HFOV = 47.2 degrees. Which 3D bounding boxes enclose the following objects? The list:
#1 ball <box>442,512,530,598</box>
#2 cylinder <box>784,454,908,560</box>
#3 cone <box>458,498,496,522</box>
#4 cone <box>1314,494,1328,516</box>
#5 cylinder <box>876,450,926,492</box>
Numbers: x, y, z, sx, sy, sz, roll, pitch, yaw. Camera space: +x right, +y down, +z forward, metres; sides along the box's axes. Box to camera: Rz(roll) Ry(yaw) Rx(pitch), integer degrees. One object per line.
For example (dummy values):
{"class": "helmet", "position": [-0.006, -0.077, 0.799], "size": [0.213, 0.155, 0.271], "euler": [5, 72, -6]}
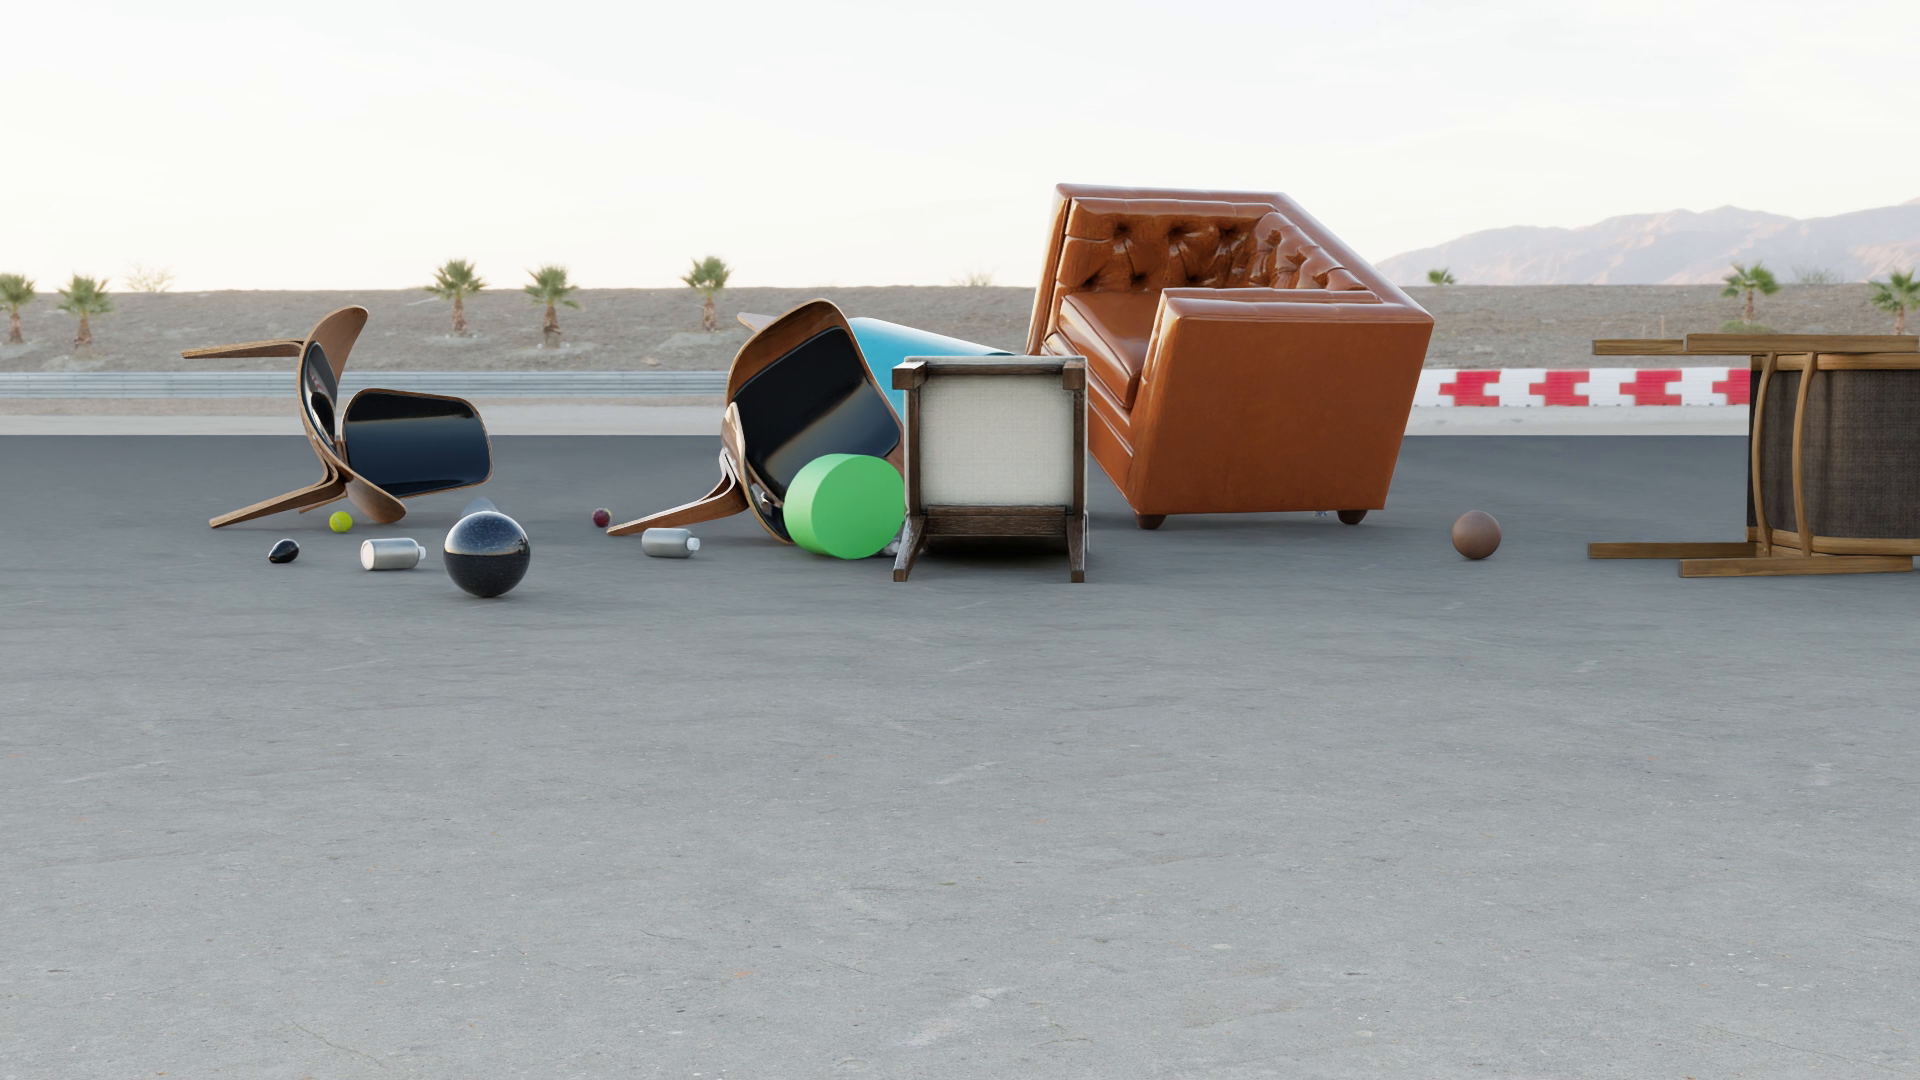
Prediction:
{"class": "ball", "position": [-1.020, 0.031, 4.743], "size": [0.185, 0.185, 0.185], "euler": [0, 4, 0]}
{"class": "cylinder", "position": [-0.309, -0.092, 5.891], "size": [0.290, 0.255, 0.211], "euler": [-48, 20, -14]}
{"class": "cone", "position": [-1.427, -0.040, 6.690], "size": [0.136, 0.131, 0.140], "euler": [-19, -30, 20]}
{"class": "cone", "position": [1.274, -0.128, 7.773], "size": [0.058, 0.087, 0.038], "euler": [-2, 4, -21]}
{"class": "cylinder", "position": [-0.265, -0.298, 9.541], "size": [0.180, 0.185, 0.152], "euler": [-2, 17, -30]}
